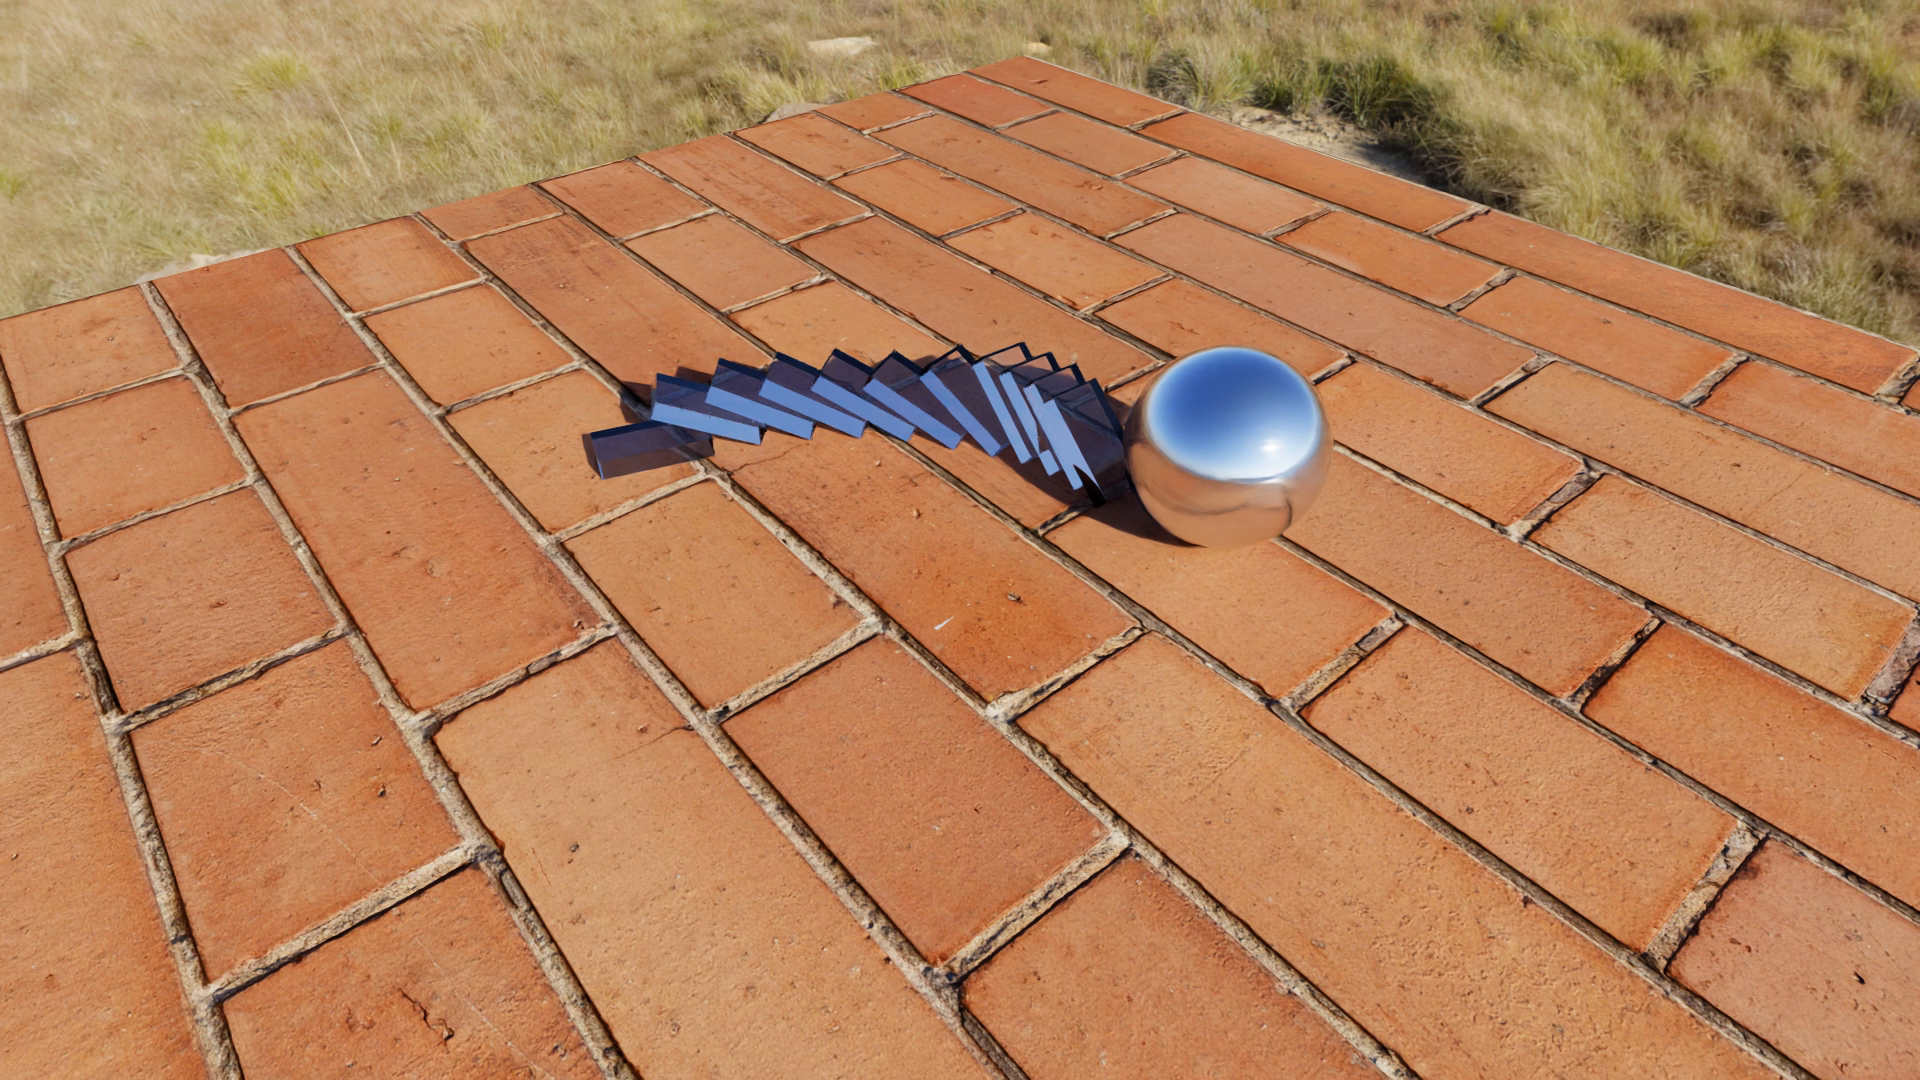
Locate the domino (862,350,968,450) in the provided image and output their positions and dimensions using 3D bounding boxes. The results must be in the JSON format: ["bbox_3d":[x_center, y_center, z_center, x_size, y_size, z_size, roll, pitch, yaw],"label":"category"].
[{"bbox_3d":[-0.017,-0.065,0.507,0.050,0.010,0.025,34,45,1],"label":"domino"}]

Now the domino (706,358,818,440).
[{"bbox_3d":[-0.090,-0.065,0.507,0.050,0.010,0.025,19,37,-16],"label":"domino"}]

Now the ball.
[{"bbox_3d":[0.104,-0.036,0.432,0.080,0.080,0.080,0,39,0],"label":"ball"}]

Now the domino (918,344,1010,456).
[{"bbox_3d":[0.007,-0.064,0.503,0.050,0.010,0.025,48,53,6],"label":"domino"}]

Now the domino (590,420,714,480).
[{"bbox_3d":[-0.139,-0.043,0.496,0.050,0.009,0.025,-14,41,-17],"label":"domino"}]

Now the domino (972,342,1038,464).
[{"bbox_3d":[0.028,-0.062,0.495,0.025,0.009,0.050,-25,86,-28],"label":"domino"}]

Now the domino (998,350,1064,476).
[{"bbox_3d":[0.040,-0.056,0.488,0.025,0.009,0.050,-25,87,-28],"label":"domino"}]

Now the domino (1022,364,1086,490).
[{"bbox_3d":[0.050,-0.050,0.480,0.025,0.009,0.050,-25,87,-28],"label":"domino"}]

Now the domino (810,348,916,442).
[{"bbox_3d":[-0.041,-0.067,0.510,0.050,0.010,0.025,28,41,-6],"label":"domino"}]

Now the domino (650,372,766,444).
[{"bbox_3d":[-0.114,-0.060,0.501,0.050,0.010,0.025,12,34,-24],"label":"domino"}]

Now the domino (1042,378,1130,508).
[{"bbox_3d":[0.058,-0.042,0.470,0.025,0.010,0.050,-26,87,-28],"label":"domino"}]

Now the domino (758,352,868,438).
[{"bbox_3d":[-0.066,-0.067,0.510,0.050,0.010,0.025,23,39,-11],"label":"domino"}]
